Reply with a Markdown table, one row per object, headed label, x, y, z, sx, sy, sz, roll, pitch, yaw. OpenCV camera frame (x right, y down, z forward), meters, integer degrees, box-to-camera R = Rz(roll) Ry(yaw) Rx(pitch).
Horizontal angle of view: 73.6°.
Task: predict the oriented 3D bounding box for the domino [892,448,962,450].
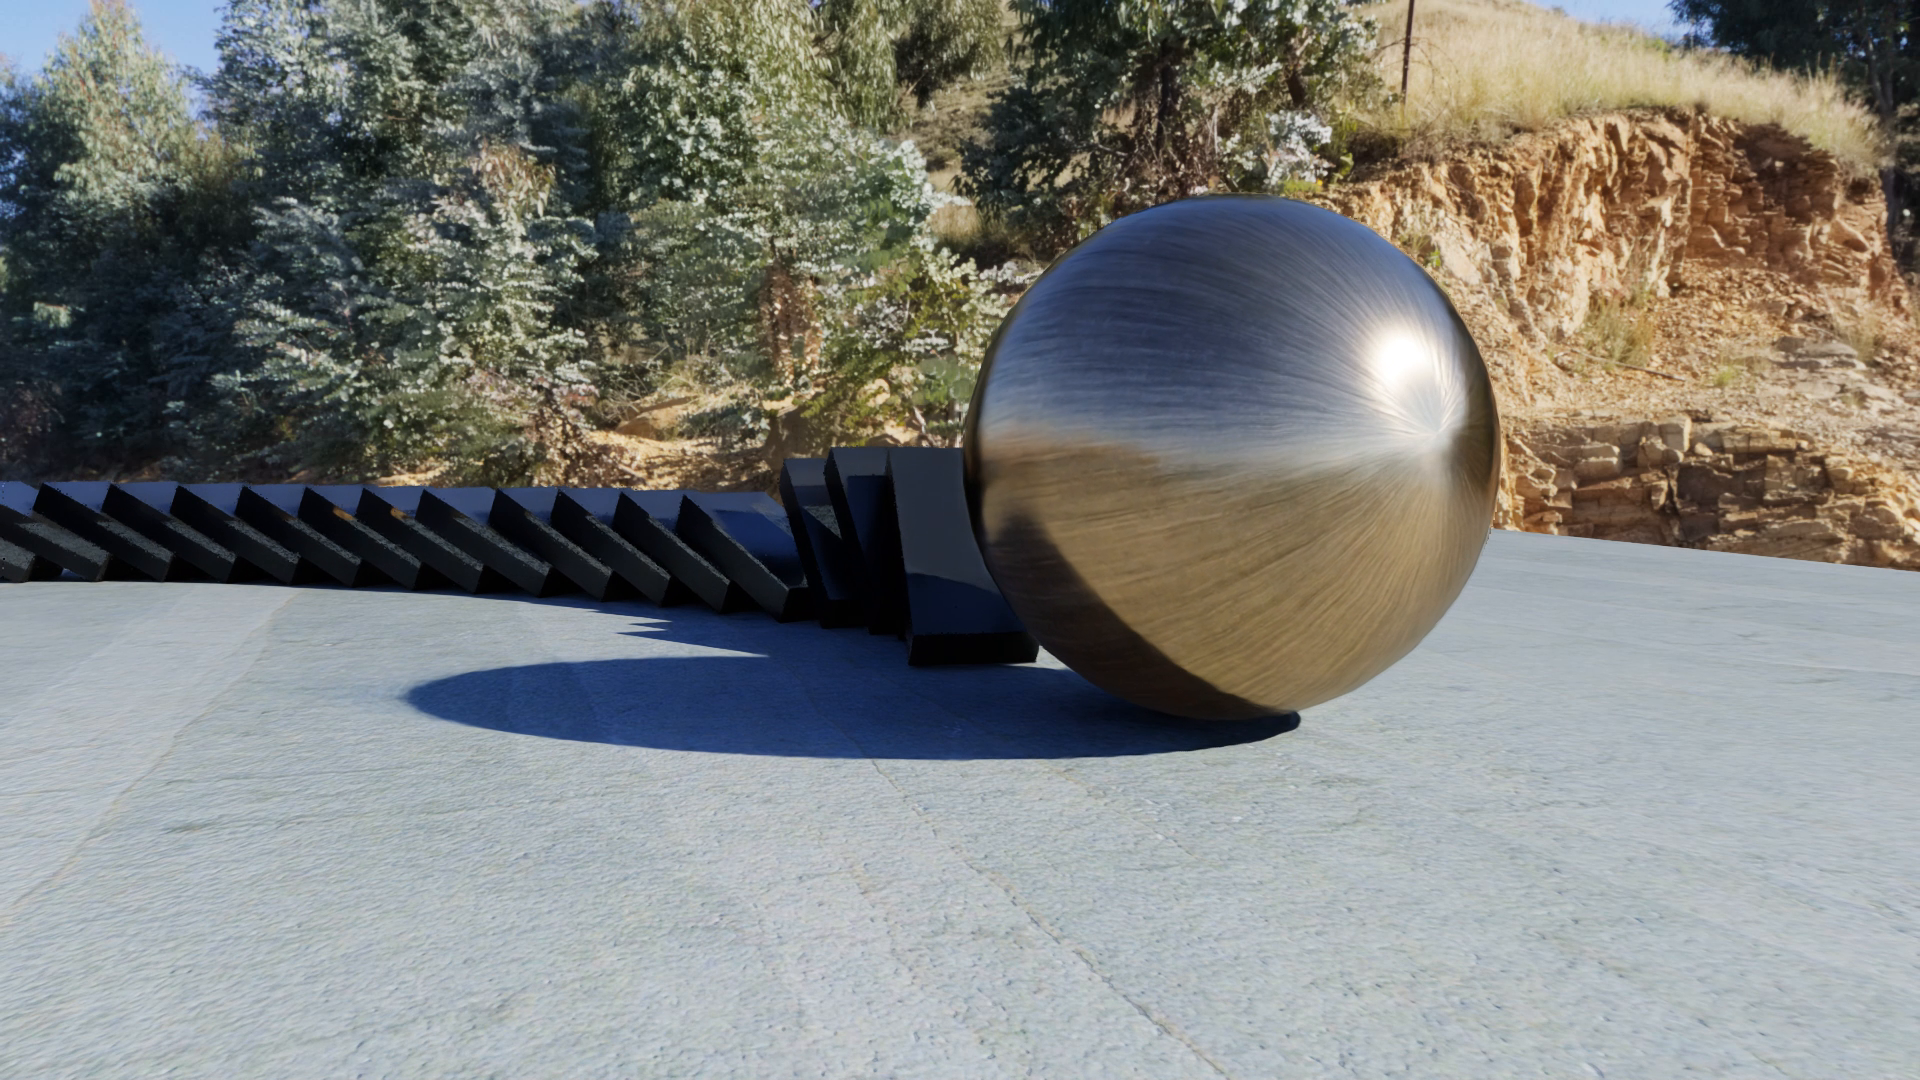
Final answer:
| label | x | y | z | sx | sy | sz | roll | pitch | yaw |
| --- | --- | --- | --- | --- | --- | --- | --- | --- | --- |
| domino | -0.001 | 0.001 | 0.276 | 0.025 | 0.010 | 0.050 | 0 | 48 | -10 |

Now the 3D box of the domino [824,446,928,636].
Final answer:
| label | x | y | z | sx | sy | sz | roll | pitch | yaw |
| --- | --- | --- | --- | --- | --- | --- | --- | --- | --- |
| domino | -0.014 | -0.001 | 0.302 | 0.025 | 0.009 | 0.050 | -2 | 49 | -22 |

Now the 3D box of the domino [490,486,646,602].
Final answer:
| label | x | y | z | sx | sy | sz | roll | pitch | yaw |
| --- | --- | --- | --- | --- | --- | --- | --- | --- | --- |
| domino | -0.107 | 0.000 | 0.365 | 0.050 | 0.010 | 0.025 | 31 | 19 | 26 |

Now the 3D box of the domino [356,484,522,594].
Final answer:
| label | x | y | z | sx | sy | sz | roll | pitch | yaw |
| --- | --- | --- | --- | --- | --- | --- | --- | --- | --- |
| domino | -0.151 | -0.001 | 0.381 | 0.050 | 0.010 | 0.025 | 28 | 15 | 19 |

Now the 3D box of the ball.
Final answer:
| label | x | y | z | sx | sy | sz | roll | pitch | yaw |
| --- | --- | --- | --- | --- | --- | --- | --- | --- | --- |
| ball | 0.040 | -0.012 | 0.198 | 0.080 | 0.080 | 0.080 | 0 | 4 | 0 |

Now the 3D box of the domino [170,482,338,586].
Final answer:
| label | x | y | z | sx | sy | sz | roll | pitch | yaw |
| --- | --- | --- | --- | --- | --- | --- | --- | --- | --- |
| domino | -0.217 | -0.003 | 0.401 | 0.050 | 0.009 | 0.025 | 27 | 11 | 13 |

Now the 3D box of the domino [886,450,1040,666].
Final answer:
| label | x | y | z | sx | sy | sz | roll | pitch | yaw |
| --- | --- | --- | --- | --- | --- | --- | --- | --- | --- |
| domino | 0.000 | 0.002 | 0.262 | 0.025 | 0.009 | 0.050 | -1 | 48 | -10 |

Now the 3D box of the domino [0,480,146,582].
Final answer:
| label | x | y | z | sx | sy | sz | roll | pitch | yaw |
| --- | --- | --- | --- | --- | --- | --- | --- | --- | --- |
| domino | -0.286 | -0.003 | 0.406 | 0.050 | 0.009 | 0.025 | 26 | 4 | -1 |

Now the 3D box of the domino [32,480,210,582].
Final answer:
| label | x | y | z | sx | sy | sz | roll | pitch | yaw |
| --- | --- | --- | --- | --- | --- | --- | --- | --- | --- |
| domino | -0.263 | -0.003 | 0.408 | 0.050 | 0.010 | 0.025 | 27 | 8 | 7 |

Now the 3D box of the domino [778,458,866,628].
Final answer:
| label | x | y | z | sx | sy | sz | roll | pitch | yaw |
| --- | --- | --- | --- | --- | --- | --- | --- | --- | --- |
| domino | -0.026 | 0.000 | 0.314 | 0.025 | 0.009 | 0.050 | -2 | 44 | -22 |

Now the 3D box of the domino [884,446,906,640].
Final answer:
| label | x | y | z | sx | sy | sz | roll | pitch | yaw |
| --- | --- | --- | --- | --- | --- | --- | --- | --- | --- |
| domino | -0.003 | 0.000 | 0.289 | 0.025 | 0.010 | 0.050 | 1 | 48 | -9 |

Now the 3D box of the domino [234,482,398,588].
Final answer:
| label | x | y | z | sx | sy | sz | roll | pitch | yaw |
| --- | --- | --- | --- | --- | --- | --- | --- | --- | --- |
| domino | -0.195 | -0.002 | 0.396 | 0.050 | 0.010 | 0.025 | 28 | 13 | 16 |

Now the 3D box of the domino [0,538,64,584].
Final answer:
| label | x | y | z | sx | sy | sz | roll | pitch | yaw |
| --- | --- | --- | --- | --- | --- | --- | --- | --- | --- |
| domino | -0.309 | -0.003 | 0.399 | 0.050 | 0.009 | 0.025 | 26 | -1 | -11 |

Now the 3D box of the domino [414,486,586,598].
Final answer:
| label | x | y | z | sx | sy | sz | roll | pitch | yaw |
| --- | --- | --- | --- | --- | --- | --- | --- | --- | --- |
| domino | -0.130 | 0.000 | 0.373 | 0.050 | 0.009 | 0.025 | 28 | 15 | 20 |

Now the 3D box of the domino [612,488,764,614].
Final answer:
| label | x | y | z | sx | sy | sz | roll | pitch | yaw |
| --- | --- | --- | --- | --- | --- | --- | --- | --- | --- |
| domino | -0.067 | 0.002 | 0.341 | 0.050 | 0.009 | 0.025 | 34 | 24 | 34 |

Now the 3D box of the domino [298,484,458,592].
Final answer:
| label | x | y | z | sx | sy | sz | roll | pitch | yaw |
| --- | --- | --- | --- | --- | --- | --- | --- | --- | --- |
| domino | -0.173 | -0.002 | 0.390 | 0.050 | 0.010 | 0.025 | 28 | 14 | 19 |

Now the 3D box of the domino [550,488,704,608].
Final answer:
| label | x | y | z | sx | sy | sz | roll | pitch | yaw |
| --- | --- | --- | --- | --- | --- | --- | --- | --- | --- |
| domino | -0.087 | 0.001 | 0.354 | 0.050 | 0.010 | 0.025 | 32 | 21 | 30 |

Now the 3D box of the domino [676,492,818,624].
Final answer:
| label | x | y | z | sx | sy | sz | roll | pitch | yaw |
| --- | --- | --- | --- | --- | --- | --- | --- | --- | --- |
| domino | -0.048 | 0.003 | 0.326 | 0.025 | 0.009 | 0.050 | -4 | 31 | -44 |

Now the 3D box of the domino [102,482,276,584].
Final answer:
| label | x | y | z | sx | sy | sz | roll | pitch | yaw |
| --- | --- | --- | --- | --- | --- | --- | --- | --- | --- |
| domino | -0.240 | -0.003 | 0.405 | 0.050 | 0.009 | 0.025 | 27 | 10 | 10 |
